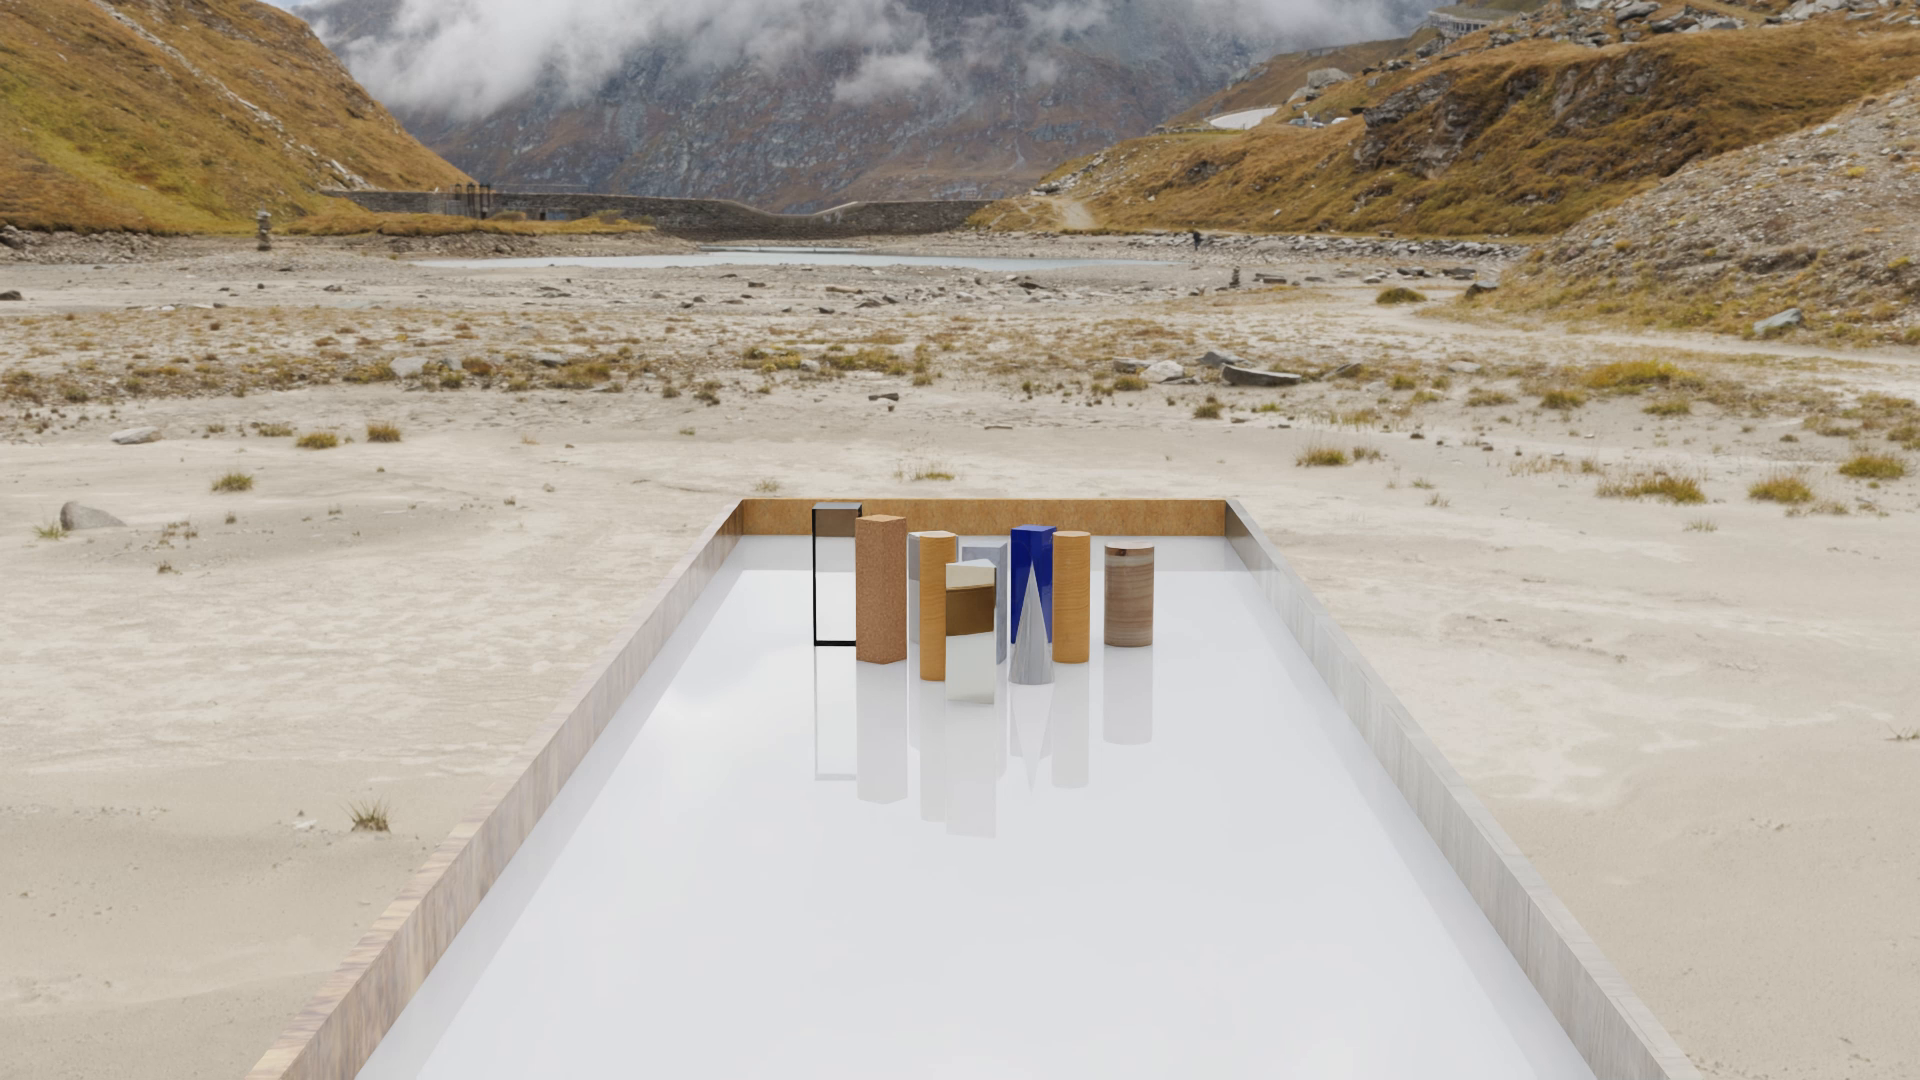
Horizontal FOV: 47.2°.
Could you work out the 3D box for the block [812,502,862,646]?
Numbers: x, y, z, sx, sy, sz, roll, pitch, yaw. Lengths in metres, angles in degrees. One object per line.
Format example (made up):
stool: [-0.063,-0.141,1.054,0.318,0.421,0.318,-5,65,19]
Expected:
block: [-0.385,0.108,6.938,0.144,0.436,0.144,0,9,2]

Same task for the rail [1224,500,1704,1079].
rail: [1.046,0.843,3.208,0.050,0.150,12.000,0,9,1]

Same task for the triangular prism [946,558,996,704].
triangular prism: [0.051,0.253,6.177,0.149,0.386,0.129,3,10,20]

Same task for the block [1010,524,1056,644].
block: [0.232,0.142,6.945,0.108,0.365,0.108,5,10,27]

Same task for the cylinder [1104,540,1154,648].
cylinder: [0.532,0.170,6.939,0.158,0.313,0.158,0,9,0]

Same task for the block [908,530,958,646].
block: [-0.084,0.152,6.946,0.122,0.345,0.122,-4,10,-22]

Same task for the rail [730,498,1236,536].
rail: [0.099,-0.098,9.147,2.100,0.150,0.050,0,9,1]

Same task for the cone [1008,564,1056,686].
cone: [0.209,0.233,6.403,0.141,0.355,0.141,0,9,0]

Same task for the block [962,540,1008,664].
block: [0.075,0.189,6.674,0.117,0.358,0.117,2,9,12]

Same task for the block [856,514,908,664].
block: [-0.239,0.149,6.675,0.110,0.436,0.110,7,12,39]

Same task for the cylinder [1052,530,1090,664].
cylinder: [0.337,0.173,6.676,0.114,0.389,0.114,0,9,0]

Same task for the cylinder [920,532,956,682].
cylinder: [-0.065,0.194,6.427,0.106,0.424,0.106,0,9,0]

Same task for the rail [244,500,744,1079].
rail: [-1.004,0.839,3.234,0.050,0.150,12.000,0,9,1]
